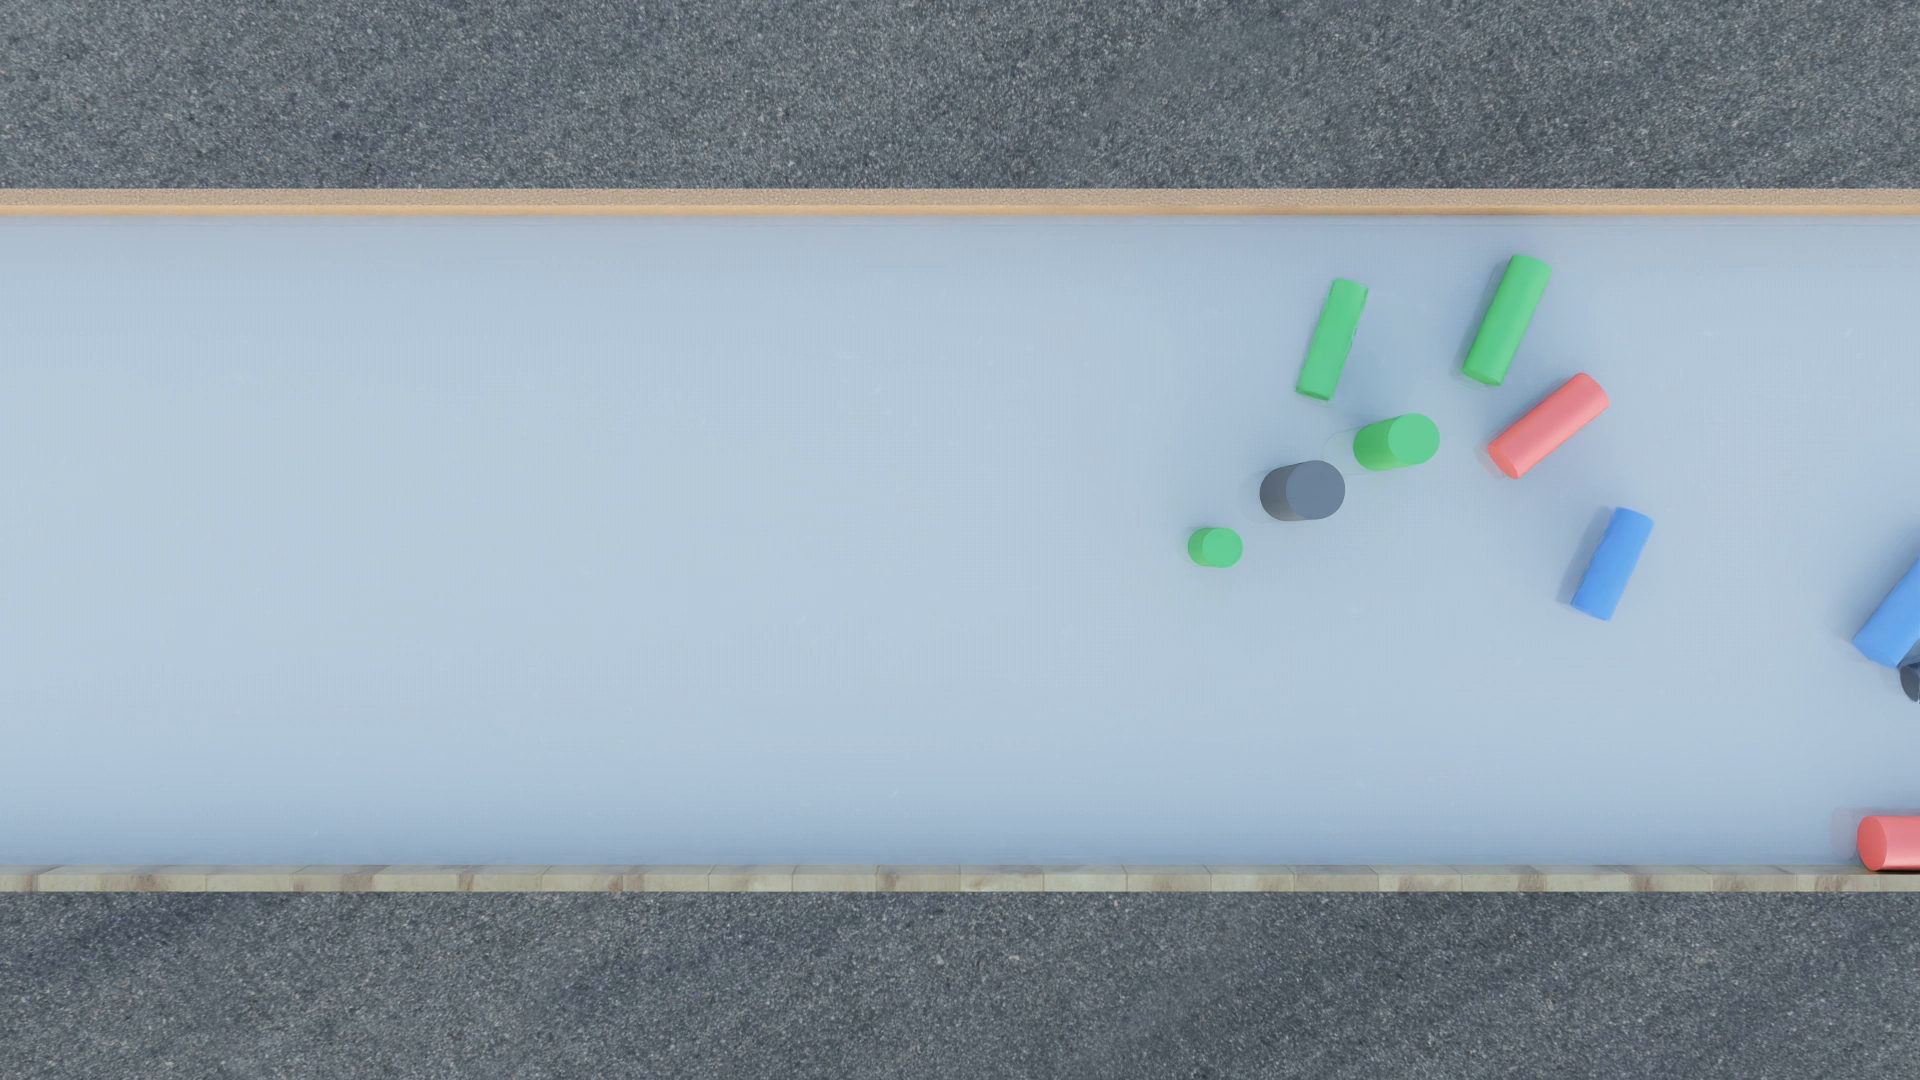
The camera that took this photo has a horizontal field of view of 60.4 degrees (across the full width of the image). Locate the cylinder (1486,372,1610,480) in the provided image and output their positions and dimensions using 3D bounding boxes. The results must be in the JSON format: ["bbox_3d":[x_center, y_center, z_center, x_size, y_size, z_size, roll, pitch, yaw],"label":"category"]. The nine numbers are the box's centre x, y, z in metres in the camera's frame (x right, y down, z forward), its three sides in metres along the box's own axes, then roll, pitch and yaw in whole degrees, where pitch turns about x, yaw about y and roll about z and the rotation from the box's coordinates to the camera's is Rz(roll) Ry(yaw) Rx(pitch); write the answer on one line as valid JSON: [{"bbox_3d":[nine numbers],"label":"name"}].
[{"bbox_3d":[1.785,-0.346,5.009,0.352,0.136,0.136,-38,90,0],"label":"cylinder"}]

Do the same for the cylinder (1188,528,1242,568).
[{"bbox_3d":[0.759,0.022,4.922,0.118,0.309,0.118,0,90,0],"label":"cylinder"}]

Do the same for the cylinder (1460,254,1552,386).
[{"bbox_3d":[1.661,-0.667,5.013,0.126,0.126,0.379,24,90,0],"label":"cylinder"}]

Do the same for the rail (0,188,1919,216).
[{"bbox_3d":[-2.247,-1.025,5.002,12.000,0.150,0.050,0,90,0],"label":"rail"}]

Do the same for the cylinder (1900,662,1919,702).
[{"bbox_3d":[3.081,0.391,5.021,0.382,0.112,0.112,-14,90,0],"label":"cylinder"}]

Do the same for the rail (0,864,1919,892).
[{"bbox_3d":[-2.247,1.025,5.001,12.000,0.150,0.050,0,90,0],"label":"rail"}]

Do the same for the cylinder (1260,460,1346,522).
[{"bbox_3d":[1.007,-0.142,4.873,0.169,0.408,0.169,0,90,0],"label":"cylinder"}]

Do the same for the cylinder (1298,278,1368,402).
[{"bbox_3d":[1.135,-0.608,5.021,0.109,0.109,0.354,19,90,0],"label":"cylinder"}]

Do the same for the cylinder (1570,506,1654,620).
[{"bbox_3d":[1.984,0.072,5.018,0.117,0.117,0.328,25,90,0],"label":"cylinder"}]

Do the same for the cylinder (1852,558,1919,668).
[{"bbox_3d":[2.916,0.170,5.007,0.140,0.140,0.450,39,90,0],"label":"cylinder"}]

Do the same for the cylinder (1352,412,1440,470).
[{"bbox_3d":[1.283,-0.286,4.869,0.147,0.416,0.147,0,90,0],"label":"cylinder"}]
